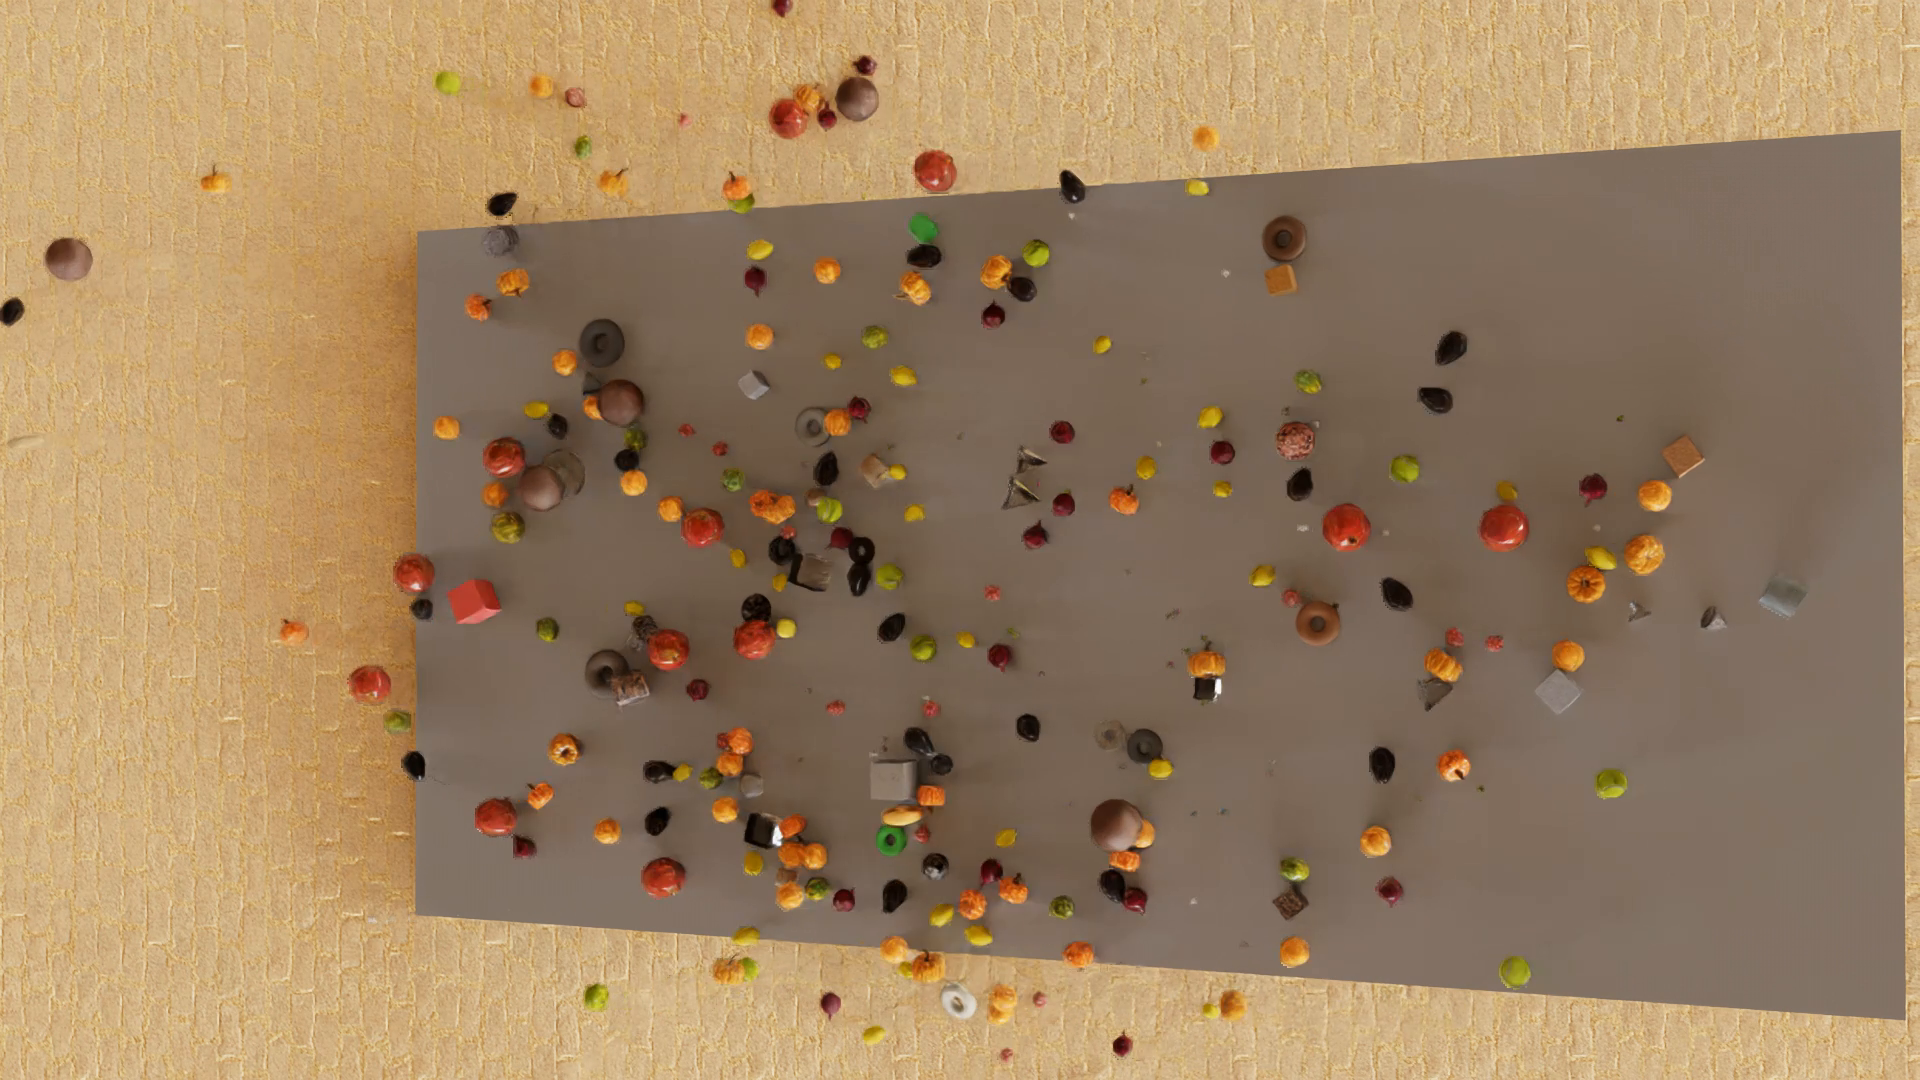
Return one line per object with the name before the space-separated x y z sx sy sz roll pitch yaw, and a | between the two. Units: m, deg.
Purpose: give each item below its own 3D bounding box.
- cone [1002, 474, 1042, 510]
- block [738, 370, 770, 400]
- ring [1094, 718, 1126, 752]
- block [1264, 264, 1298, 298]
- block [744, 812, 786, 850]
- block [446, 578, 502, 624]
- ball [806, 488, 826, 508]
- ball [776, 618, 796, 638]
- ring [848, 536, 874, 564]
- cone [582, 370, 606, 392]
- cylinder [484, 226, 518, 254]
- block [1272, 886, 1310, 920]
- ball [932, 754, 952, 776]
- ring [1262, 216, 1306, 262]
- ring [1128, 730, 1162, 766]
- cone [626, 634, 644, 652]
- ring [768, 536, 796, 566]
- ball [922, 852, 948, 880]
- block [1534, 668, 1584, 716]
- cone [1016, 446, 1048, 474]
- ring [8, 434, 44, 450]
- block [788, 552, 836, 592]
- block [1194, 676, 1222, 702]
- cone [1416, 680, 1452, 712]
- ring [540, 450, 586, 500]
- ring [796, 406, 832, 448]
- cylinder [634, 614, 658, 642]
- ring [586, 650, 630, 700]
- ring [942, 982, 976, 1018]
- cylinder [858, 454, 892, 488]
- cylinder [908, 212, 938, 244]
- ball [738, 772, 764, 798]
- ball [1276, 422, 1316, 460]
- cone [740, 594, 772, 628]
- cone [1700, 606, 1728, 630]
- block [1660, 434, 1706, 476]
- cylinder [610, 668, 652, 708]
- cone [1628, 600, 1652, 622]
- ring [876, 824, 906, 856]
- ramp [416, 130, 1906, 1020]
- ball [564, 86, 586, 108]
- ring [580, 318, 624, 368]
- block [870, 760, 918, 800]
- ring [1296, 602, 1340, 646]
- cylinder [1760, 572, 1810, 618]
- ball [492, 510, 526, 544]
cone | 0.166 -0.112 5.705 0.096 0.096 0.096 14 89 -5
block | -0.562 -0.424 5.997 0.054 0.054 0.054 -37 76 17
ring | 0.383 0.499 5.619 0.083 0.028 0.083 0 91 22
block | 0.795 -0.642 5.449 0.060 0.060 0.060 -15 84 21
block | -0.529 0.787 5.957 0.076 0.076 0.076 15 95 21
block | -1.387 0.176 6.277 0.094 0.094 0.094 -27 76 16
ball | -0.388 -0.112 5.922 0.056 0.056 0.056 0 89 0
ball | -0.470 0.239 5.951 0.055 0.055 0.055 0 89 0
ring | -0.264 0.029 5.887 0.076 0.025 0.076 1 93 25
cone | -1.024 -0.434 6.197 0.067 0.067 0.067 19 89 -16
cylinder | -1.312 -0.857 6.282 0.076 0.076 0.076 3 105 10
block | 0.817 0.895 5.422 0.058 0.058 0.058 -40 76 17
ball | -0.048 0.590 5.776 0.056 0.056 0.056 0 89 0
ring | 0.806 -0.748 5.459 0.113 0.038 0.113 0 90 21
ring | 0.469 0.527 5.582 0.094 0.031 0.094 0 91 22
cone | -0.919 0.289 6.132 0.054 0.054 0.054 0 89 22
ring | -0.484 0.029 5.976 0.079 0.026 0.079 0 90 21
ball | -0.064 0.857 5.771 0.071 0.071 0.071 0 89 0
block | 1.411 0.356 5.179 0.077 0.077 0.077 -46 74 15
cone | 0.190 -0.204 5.701 0.080 0.080 0.080 6 89 -5
ring | -2.752 -0.288 6.481 0.102 0.102 0.034 -8 99 0
block | -0.399 0.085 5.910 0.082 0.082 0.082 20 97 21
block | 0.620 0.373 5.511 0.052 0.052 0.052 6 91 22
cone | 1.155 0.366 5.305 0.080 0.080 0.080 -14 89 -6
ring | -1.126 -0.185 6.225 0.145 0.048 0.145 0 90 23
ring | -0.394 -0.305 5.937 0.110 0.037 0.110 0 90 19
cylinder | -0.871 0.246 6.096 0.057 0.057 0.057 -13 127 -18
ring | -0.988 0.376 6.163 0.139 0.046 0.139 0 90 22
ring | -0.004 1.354 6.470 0.117 0.039 0.117 17 122 29
cylinder | -0.226 -0.184 5.853 0.065 0.065 0.065 -43 74 0
cylinder | -0.097 -0.825 5.811 0.057 0.057 0.057 -44 71 -1
ball | -0.568 0.668 5.977 0.070 0.070 0.070 0 89 0
ball | 0.825 -0.243 5.407 0.095 0.095 0.095 0 89 0
cone | -0.574 0.192 5.974 0.092 0.092 0.092 0 89 22
cone | 1.749 0.193 5.072 0.057 0.057 0.057 29 89 -7
block | 1.672 -0.194 5.085 0.069 0.069 0.069 -37 76 17
cylinder | -0.912 0.410 6.092 0.090 0.090 0.090 -18 89 -8
cone | 1.594 0.169 5.137 0.050 0.050 0.050 9 89 -5
ring | -0.183 0.796 5.843 0.087 0.029 0.087 0 89 21
ramp | 0.283 0.086 5.733 4.000 0.100 2.000 0 89 22
ball | -1.140 -1.312 6.515 0.061 0.061 0.061 0 89 0
ring | -1.007 -0.554 6.183 0.137 0.046 0.137 0 89 21
block | -0.173 0.632 5.805 0.095 0.095 0.095 0 89 22
ring | 0.882 0.207 5.416 0.111 0.037 0.111 -1 88 23
cylinder | 1.873 0.125 4.994 0.078 0.078 0.078 31 89 19
ball | -1.286 -0.036 6.263 0.094 0.094 0.094 0 89 0
